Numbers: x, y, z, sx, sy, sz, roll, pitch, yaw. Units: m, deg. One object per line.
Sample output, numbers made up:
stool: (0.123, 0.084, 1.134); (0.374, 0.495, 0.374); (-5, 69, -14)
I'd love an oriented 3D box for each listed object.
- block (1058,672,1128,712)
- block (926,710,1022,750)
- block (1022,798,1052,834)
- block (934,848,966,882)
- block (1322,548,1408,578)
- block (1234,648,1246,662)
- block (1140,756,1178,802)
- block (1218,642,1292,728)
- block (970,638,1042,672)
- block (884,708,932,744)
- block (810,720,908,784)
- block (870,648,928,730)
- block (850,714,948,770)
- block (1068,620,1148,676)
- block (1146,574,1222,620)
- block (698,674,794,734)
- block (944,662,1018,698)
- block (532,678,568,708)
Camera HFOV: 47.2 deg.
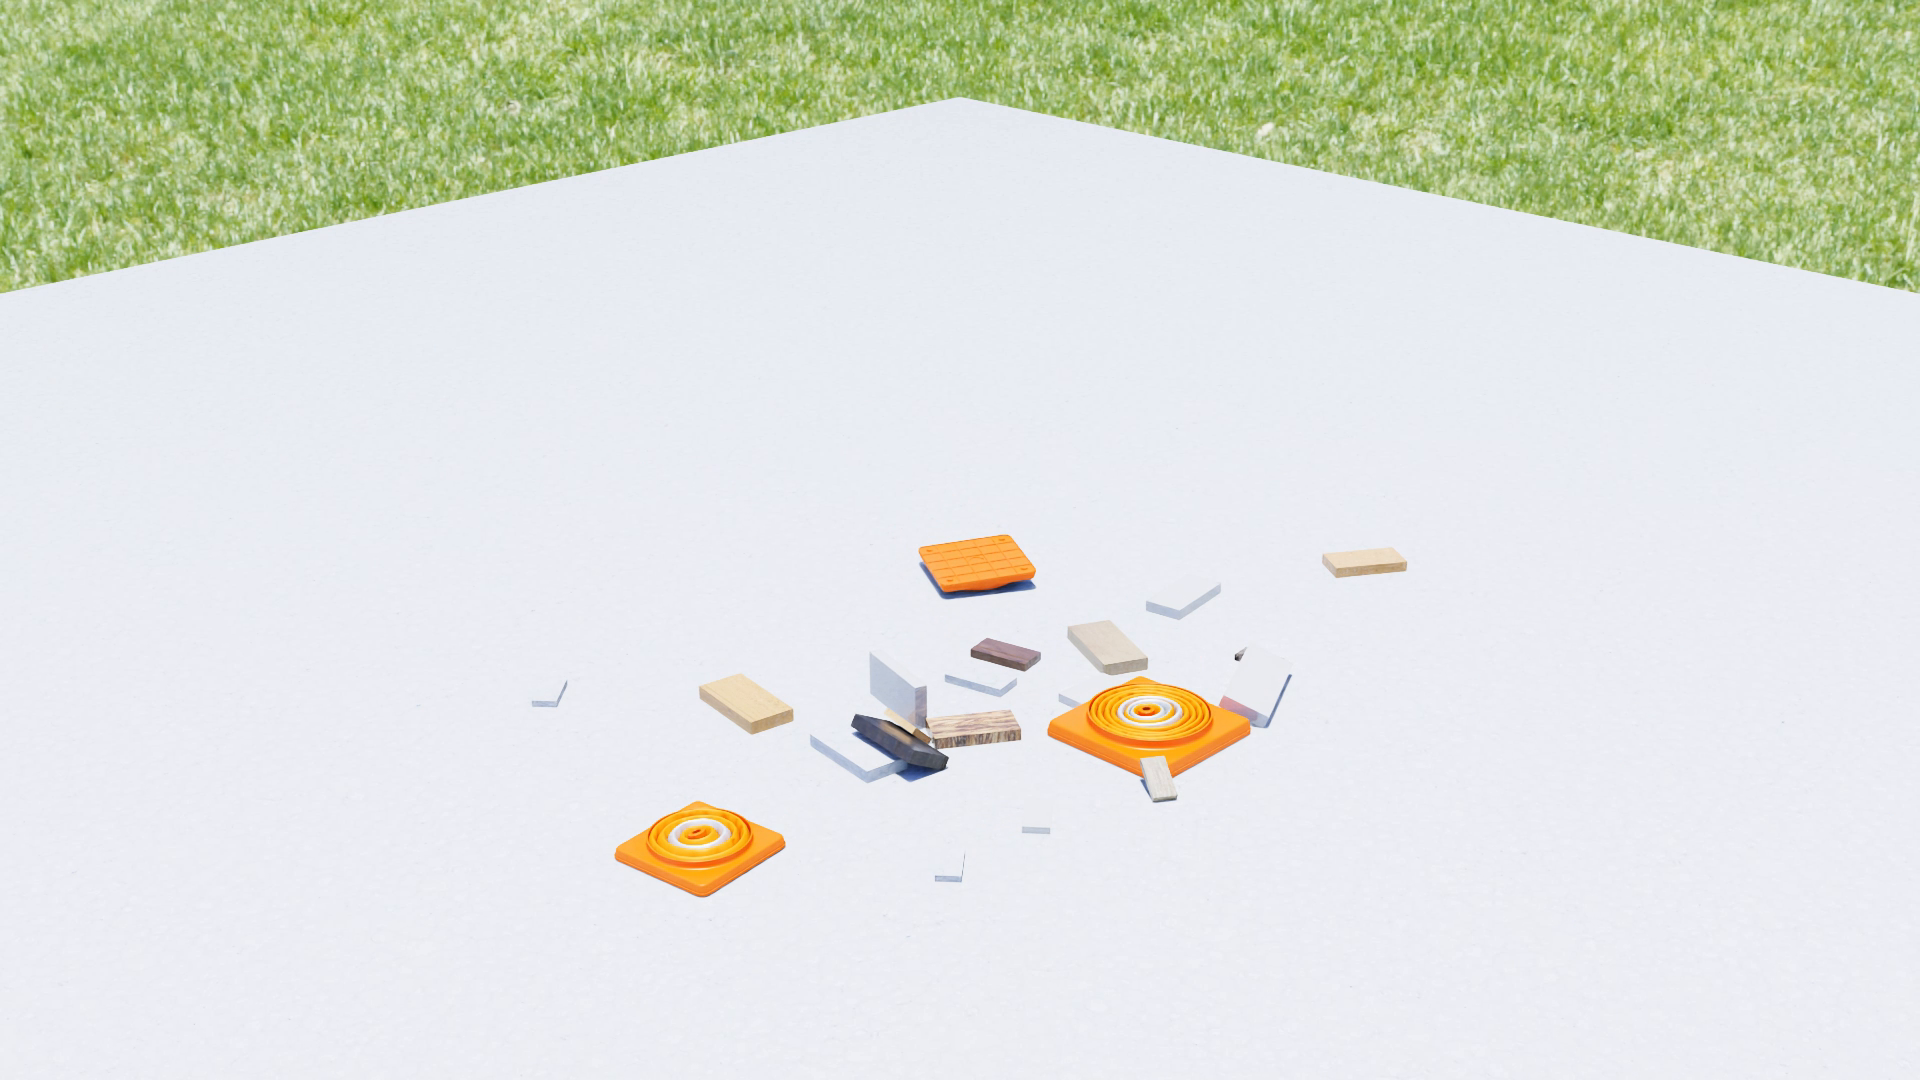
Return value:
block: (0.298, 0.341, 4.930); (0.148, 0.021, 0.074); (-21, 31, -40)
block: (0.029, 0.410, 4.760); (0.191, 0.027, 0.095); (-5, 24, -12)
block: (0.156, 0.556, 4.430); (0.056, 0.016, 0.112); (2, 23, 4)
block: (-0.019, 0.629, 4.260); (0.052, 0.015, 0.103); (2, 23, 4)
block: (1.029, 0.057, 5.592); (0.191, 0.027, 0.095); (-5, 24, -12)
block: (0.693, 0.276, 5.091); (0.103, 0.015, 0.052); (16, 28, 34)
block: (0.409, 0.492, 4.532); (0.052, 0.015, 0.104); (-5, 47, -12)
block: (0.663, 0.323, 4.915); (0.109, 0.031, 0.279); (26, 28, 8)
block: (0.106, 0.266, 5.107); (0.148, 0.021, 0.074); (14, 27, 29)
block: (-0.113, 0.402, 4.749); (0.056, 0.016, 0.113); (39, -6, -40)
block: (-0.216, 0.448, 4.667); (0.104, 0.030, 0.209); (-17, 28, -35)
block: (-0.137, 0.329, 4.851); (0.030, 0.104, 0.209); (-13, 26, -28)
block: (-0.128, 0.427, 4.659); (0.104, 0.030, 0.209); (17, 7, -43)
block: (0.343, 0.251, 5.129); (0.109, 0.031, 0.219); (-8, 24, -18)
block: (0.550, 0.139, 5.399); (0.095, 0.027, 0.201); (16, 28, 33)
block: (-0.474, 0.362, 4.869); (0.109, 0.031, 0.219); (-16, 28, -34)
block: (0.047, 0.317, 4.988); (0.148, 0.021, 0.074); (14, 27, 29)
block: (-0.920, 0.342, 4.934); (0.056, 0.016, 0.113); (1, 23, 3)
